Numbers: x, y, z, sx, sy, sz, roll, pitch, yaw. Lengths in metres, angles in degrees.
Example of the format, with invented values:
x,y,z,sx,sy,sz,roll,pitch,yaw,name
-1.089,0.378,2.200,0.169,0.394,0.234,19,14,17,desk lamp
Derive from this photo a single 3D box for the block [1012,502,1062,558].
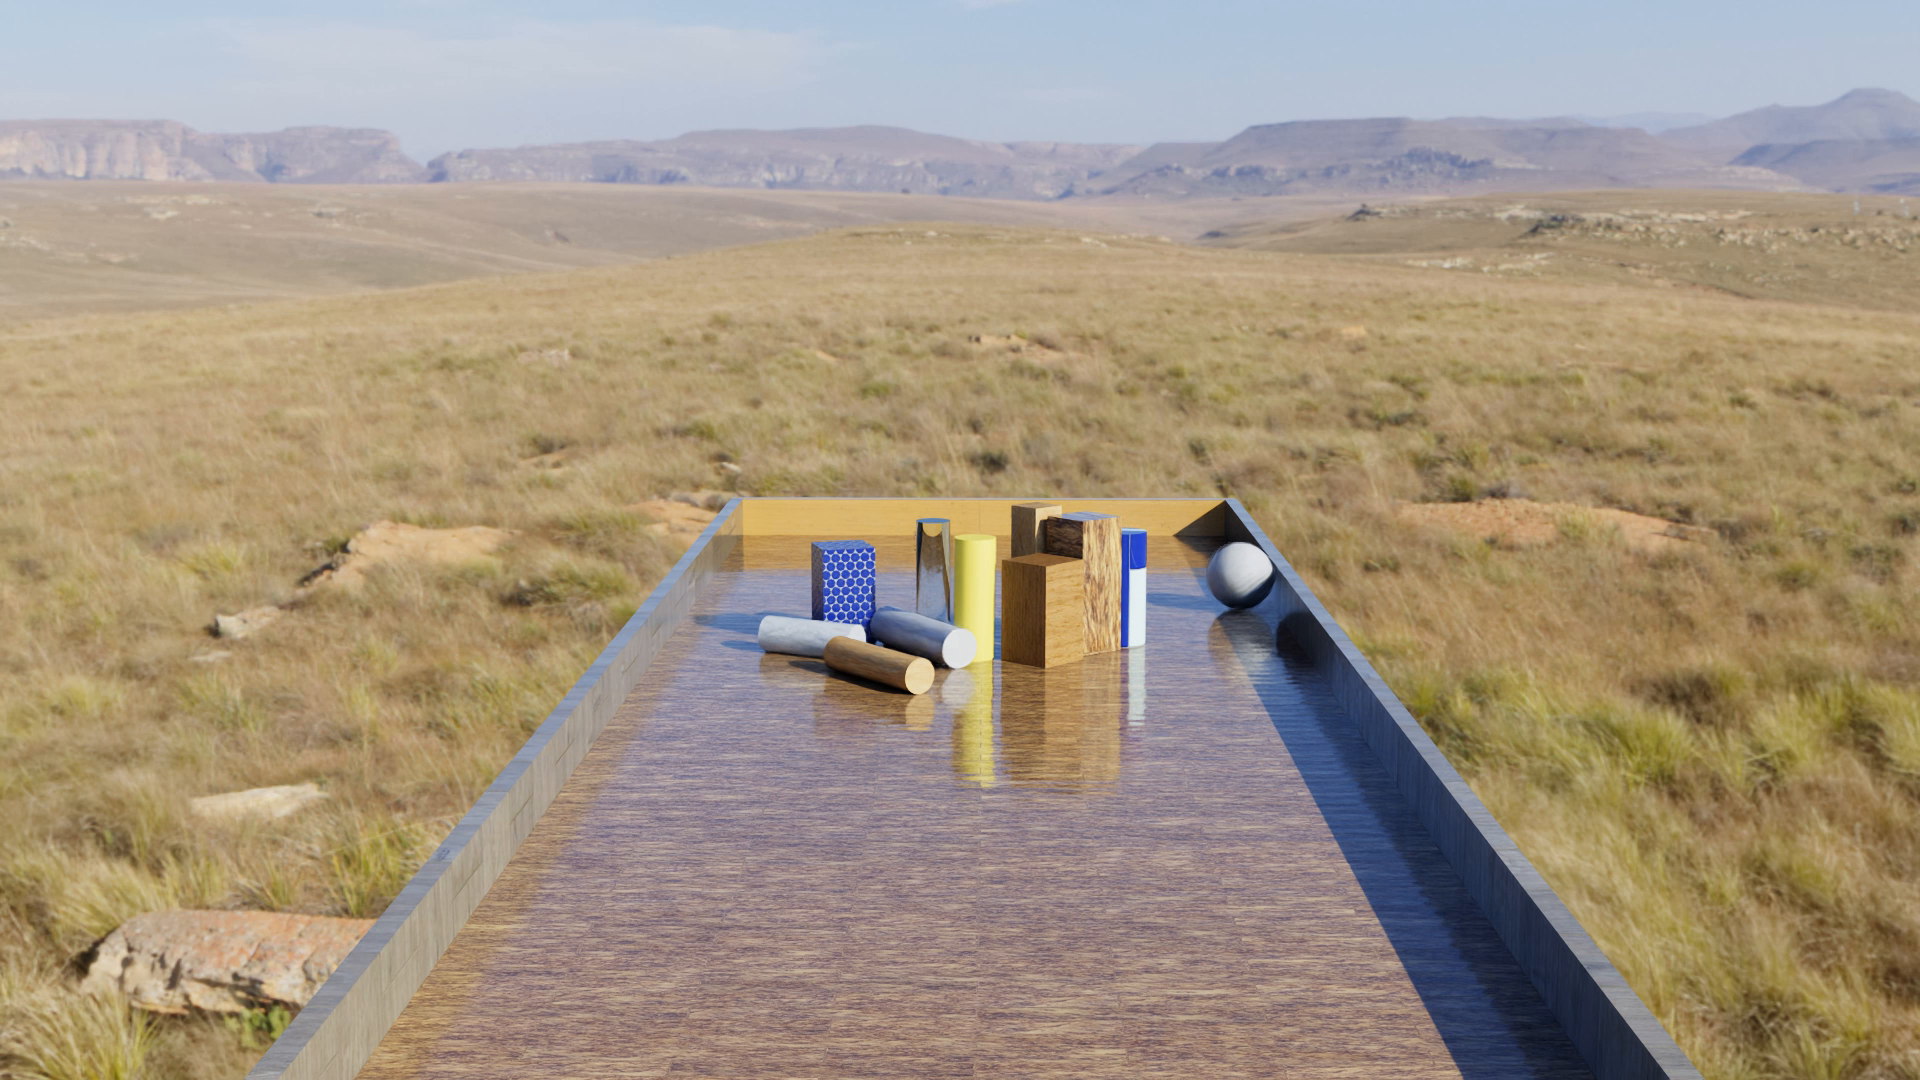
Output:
x,y,z,sx,sy,sz,roll,pitch,yaw,name
0.239,0.108,6.921,0.112,0.440,0.112,-8,12,-41,block

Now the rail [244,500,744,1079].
x,y,z,sx,sy,sz,roll,pitch,yaw,name
-1.004,0.839,3.234,0.050,0.150,12.000,0,9,1,rail

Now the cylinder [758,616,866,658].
x,y,z,sx,sy,sz,roll,pitch,yaw,name
-0.455,0.301,6.756,0.320,0.111,0.111,5,10,28,cylinder

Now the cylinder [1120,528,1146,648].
x,y,z,sx,sy,sz,roll,pitch,yaw,name
0.513,0.149,6.921,0.146,0.359,0.146,0,9,0,cylinder

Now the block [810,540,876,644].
x,y,z,sx,sy,sz,roll,pitch,yaw,name
-0.370,0.168,6.962,0.168,0.309,0.168,-3,9,-16,block

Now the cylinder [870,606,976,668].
x,y,z,sx,sy,sz,roll,pitch,yaw,name
-0.116,0.295,6.752,0.121,0.121,0.436,-6,11,-31,cylinder

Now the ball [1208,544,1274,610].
x,y,z,sx,sy,sz,roll,pitch,yaw,name
0.958,0.124,7.503,0.227,0.227,0.227,0,9,0,ball

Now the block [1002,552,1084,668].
x,y,z,sx,sy,sz,roll,pitch,yaw,name
0.251,0.212,6.682,0.176,0.310,0.176,8,12,42,block

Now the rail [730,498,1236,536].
x,y,z,sx,sy,sz,roll,pitch,yaw,name
0.099,-0.098,9.147,2.100,0.150,0.050,0,9,1,rail

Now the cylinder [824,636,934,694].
x,y,z,sx,sy,sz,roll,pitch,yaw,name
-0.239,0.361,6.396,0.104,0.104,0.405,-7,11,-38,cylinder

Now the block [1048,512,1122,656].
x,y,z,sx,sy,sz,roll,pitch,yaw,name
0.385,0.133,6.826,0.163,0.419,0.163,-7,11,-39,block

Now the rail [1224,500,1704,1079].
x,y,z,sx,sy,sz,roll,pitch,yaw,name
1.046,0.843,3.208,0.050,0.150,12.000,0,9,1,rail

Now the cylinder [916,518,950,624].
x,y,z,sx,sy,sz,roll,pitch,yaw,name
-0.084,0.133,6.918,0.108,0.392,0.108,0,9,0,cylinder

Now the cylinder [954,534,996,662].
x,y,z,sx,sy,sz,roll,pitch,yaw,name
0.045,0.176,6.710,0.125,0.372,0.125,1,9,0,cylinder
